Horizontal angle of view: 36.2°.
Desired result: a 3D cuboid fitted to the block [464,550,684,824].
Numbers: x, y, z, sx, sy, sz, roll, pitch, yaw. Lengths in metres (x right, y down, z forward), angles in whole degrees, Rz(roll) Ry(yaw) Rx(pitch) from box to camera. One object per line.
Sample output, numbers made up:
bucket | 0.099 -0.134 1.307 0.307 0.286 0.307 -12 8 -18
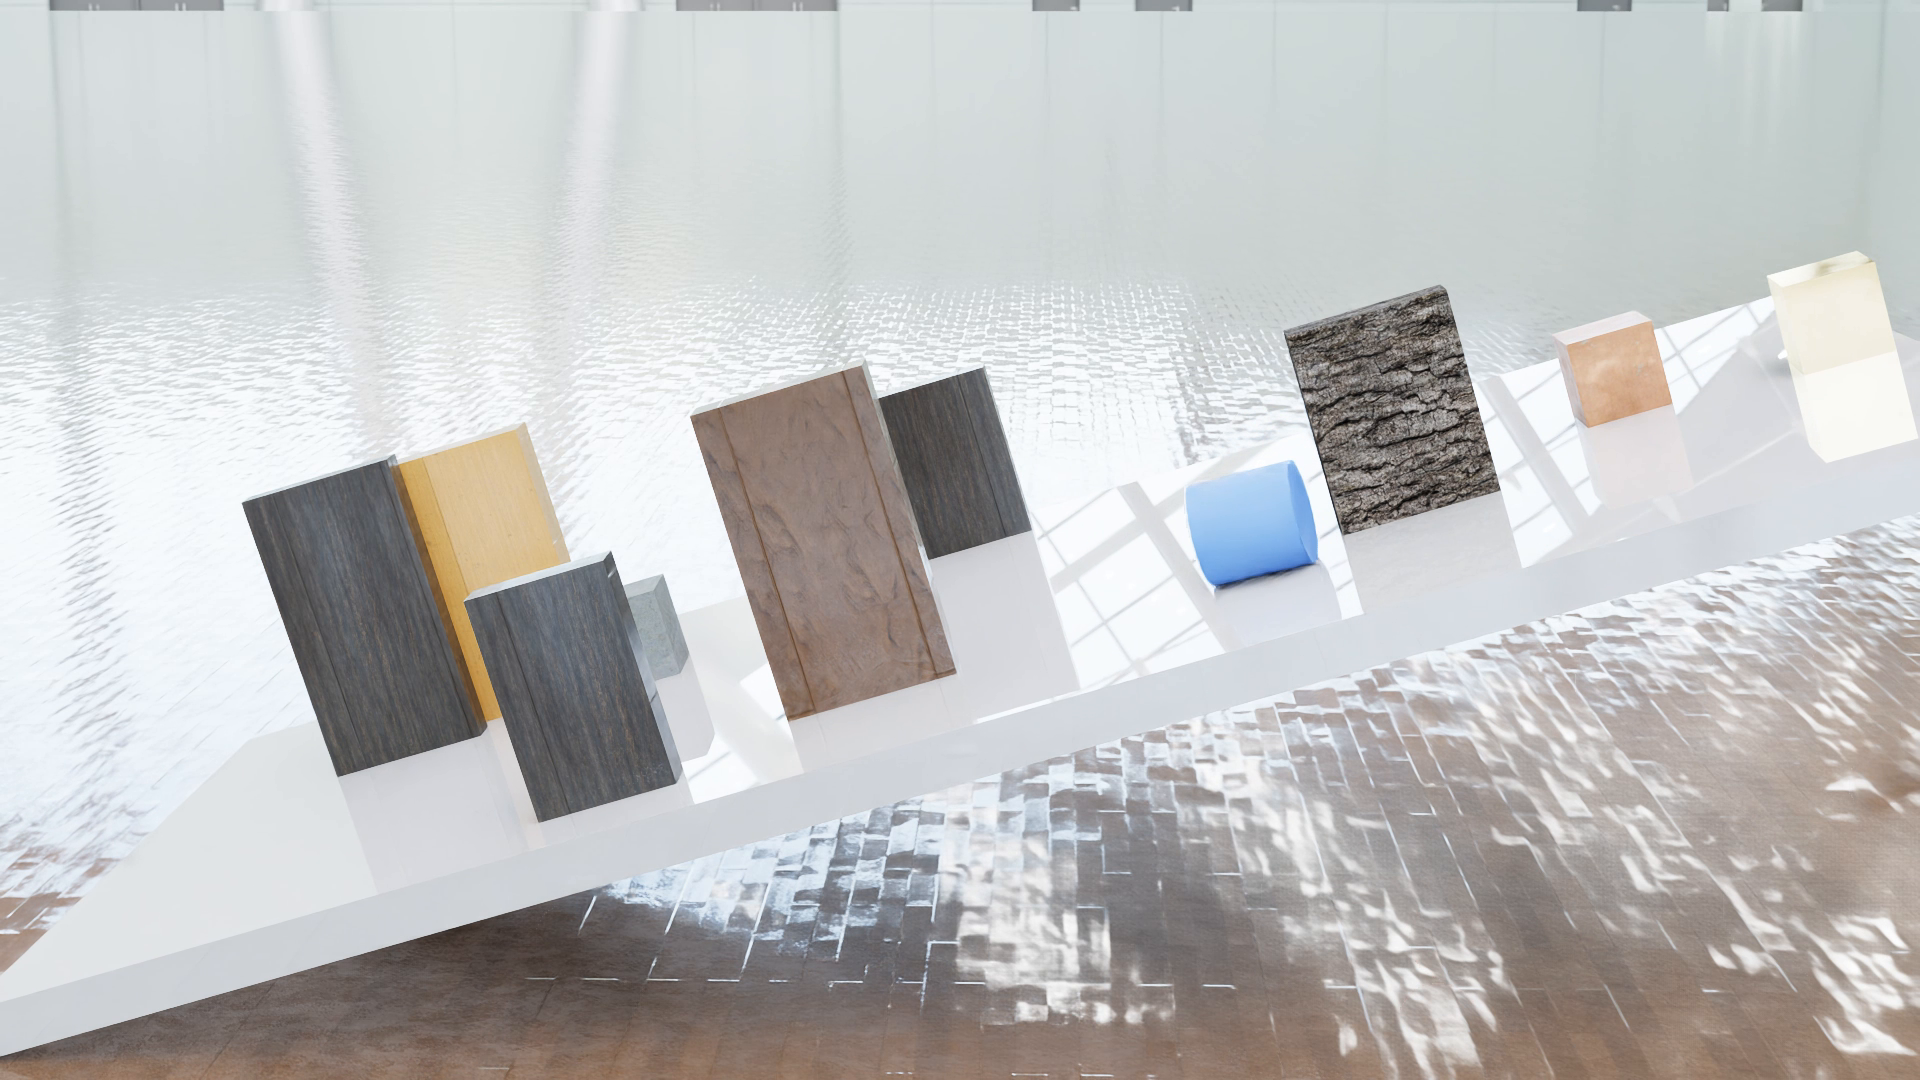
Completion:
block | -0.733 0.279 5.600 0.277 0.450 0.104 -16 10 5

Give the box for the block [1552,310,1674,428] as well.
block | 1.401 -0.369 6.324 0.185 0.185 0.185 -16 10 5

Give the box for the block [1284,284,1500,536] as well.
block | 0.872 -0.262 5.942 0.329 0.423 0.099 -16 10 5

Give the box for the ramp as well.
ramp | 0.093 0.186 6.317 4.000 0.100 2.000 -16 10 5

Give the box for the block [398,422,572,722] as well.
block | -1.120 0.095 6.746 0.443 0.624 0.124 -16 10 5

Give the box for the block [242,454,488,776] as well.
block | -1.333 0.171 6.600 0.344 0.656 0.082 -16 10 5

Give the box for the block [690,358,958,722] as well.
block | -0.263 0.000 5.793 0.350 0.636 0.116 -16 10 5

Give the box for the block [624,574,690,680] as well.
block | -0.751 0.216 6.701 0.199 0.199 0.199 -16 10 4

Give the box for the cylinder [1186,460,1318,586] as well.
cylinder | 0.578 -0.033 5.814 0.208 0.208 0.208 -14 7 17

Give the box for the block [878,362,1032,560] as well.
block | -0.098 -0.163 7.065 0.445 0.410 0.091 -16 10 5

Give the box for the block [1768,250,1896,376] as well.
block | 1.830 -0.478 6.182 0.192 0.192 0.192 -15 10 9
